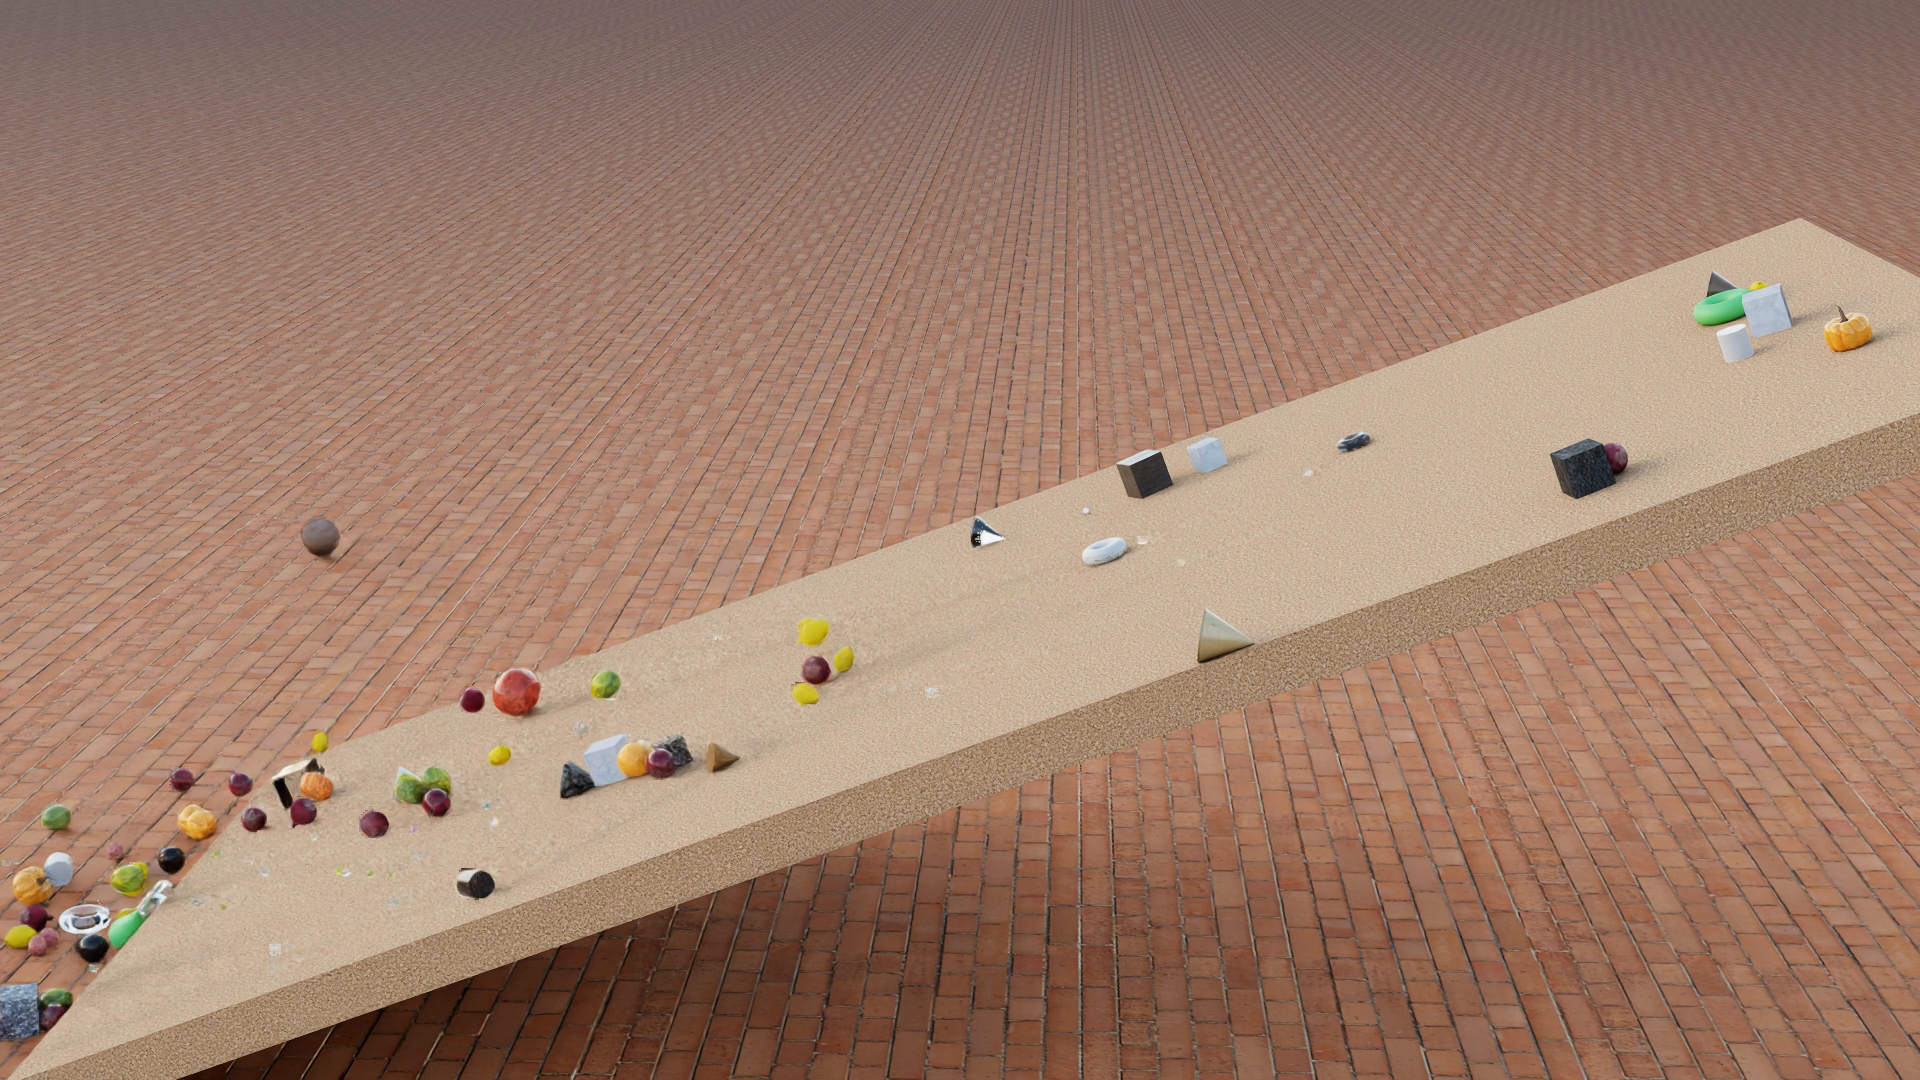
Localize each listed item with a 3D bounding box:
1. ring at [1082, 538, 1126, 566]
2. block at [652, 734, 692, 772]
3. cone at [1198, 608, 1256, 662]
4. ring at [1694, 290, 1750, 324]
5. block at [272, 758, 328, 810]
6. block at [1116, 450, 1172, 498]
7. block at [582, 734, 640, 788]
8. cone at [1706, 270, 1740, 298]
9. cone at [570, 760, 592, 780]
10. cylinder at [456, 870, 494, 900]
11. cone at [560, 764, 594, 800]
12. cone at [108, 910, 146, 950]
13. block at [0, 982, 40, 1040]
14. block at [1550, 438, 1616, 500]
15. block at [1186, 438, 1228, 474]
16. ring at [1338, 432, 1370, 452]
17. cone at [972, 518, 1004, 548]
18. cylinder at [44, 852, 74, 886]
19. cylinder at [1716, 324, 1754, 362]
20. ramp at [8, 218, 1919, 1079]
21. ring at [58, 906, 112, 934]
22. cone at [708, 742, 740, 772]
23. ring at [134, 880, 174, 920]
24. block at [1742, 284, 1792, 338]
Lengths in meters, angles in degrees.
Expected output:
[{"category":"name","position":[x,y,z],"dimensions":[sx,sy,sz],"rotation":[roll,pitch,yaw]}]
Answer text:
[{"category":"ring","position":[0.310,0.025,6.315],"dimensions":[0.100,0.033,0.100],"rotation":[-20,13,5]},{"category":"block","position":[-0.584,0.432,5.978],"dimensions":[0.055,0.055,0.055],"rotation":[-25,12,-17]},{"category":"cone","position":[0.483,0.178,5.275],"dimensions":[0.099,0.099,0.099],"rotation":[8,14,9]},{"category":"ring","position":[1.645,-0.501,6.328],"dimensions":[0.136,0.045,0.136],"rotation":[-20,13,5]},{"category":"block","position":[-1.566,0.578,6.980],"dimensions":[0.082,0.082,0.082],"rotation":[-18,12,16]},{"category":"block","position":[0.426,-0.152,6.791],"dimensions":[0.084,0.084,0.084],"rotation":[-24,12,-16]},{"category":"block","position":[-0.720,0.454,6.066],"dimensions":[0.075,0.075,0.075],"rotation":[-18,12,17]},{"category":"cone","position":[1.681,-0.533,6.412],"dimensions":[0.096,0.096,0.096],"rotation":[12,16,17]},{"category":"cone","position":[-0.789,0.492,6.136],"dimensions":[0.059,0.059,0.059],"rotation":[13,12,-6]},{"category":"cylinder","position":[-0.918,0.651,5.566],"dimensions":[0.053,0.053,0.053],"rotation":[-10,4,-36]},{"category":"cone","position":[-0.782,0.501,6.066],"dimensions":[0.075,0.075,0.075],"rotation":[5,13,-4]},{"category":"cone","position":[-1.812,0.840,6.459],"dimensions":[0.099,0.099,0.099],"rotation":[14,46,-15]},{"category":"block","position":[-1.936,0.968,6.039],"dimensions":[0.083,0.083,0.083],"rotation":[-4,14,-16]},{"category":"block","position":[1.149,-0.132,5.427],"dimensions":[0.079,0.079,0.079],"rotation":[-22,12,-3]},{"category":"block","position":[0.571,-0.196,6.793],"dimensions":[0.060,0.060,0.060],"rotation":[-24,12,-15]},{"category":"ring","position":[0.863,-0.216,6.454],"dimensions":[0.075,0.025,0.075],"rotation":[-21,10,4]},{"category":"cone","position":[0.072,-0.010,6.896],"dimensions":[0.072,0.072,0.072],"rotation":[11,16,15]},{"category":"cylinder","position":[-2.118,0.774,6.913],"dimensions":[0.063,0.063,0.063],"rotation":[-4,14,-15]},{"category":"cylinder","position":[1.568,-0.398,5.950],"dimensions":[0.060,0.060,0.060],"rotation":[-20,12,4]},{"category":"ramp","position":[0.118,0.176,6.295],"dimensions":[4.000,0.100,2.000],"rotation":[-20,12,7]},{"category":"ring","position":[-1.971,0.854,6.626],"dimensions":[0.115,0.038,0.115],"rotation":[1,14,0]},{"category":"cone","position":[-0.464,0.432,5.832],"dimensions":[0.062,0.062,0.062],"rotation":[3,12,-18]},{"category":"ring","position":[-1.814,0.823,6.602],"dimensions":[0.045,0.134,0.134],"rotation":[38,7,-13]},{"category":"block","position":[1.667,-0.474,6.076],"dimensions":[0.079,0.079,0.079],"rotation":[-17,12,20]}]
